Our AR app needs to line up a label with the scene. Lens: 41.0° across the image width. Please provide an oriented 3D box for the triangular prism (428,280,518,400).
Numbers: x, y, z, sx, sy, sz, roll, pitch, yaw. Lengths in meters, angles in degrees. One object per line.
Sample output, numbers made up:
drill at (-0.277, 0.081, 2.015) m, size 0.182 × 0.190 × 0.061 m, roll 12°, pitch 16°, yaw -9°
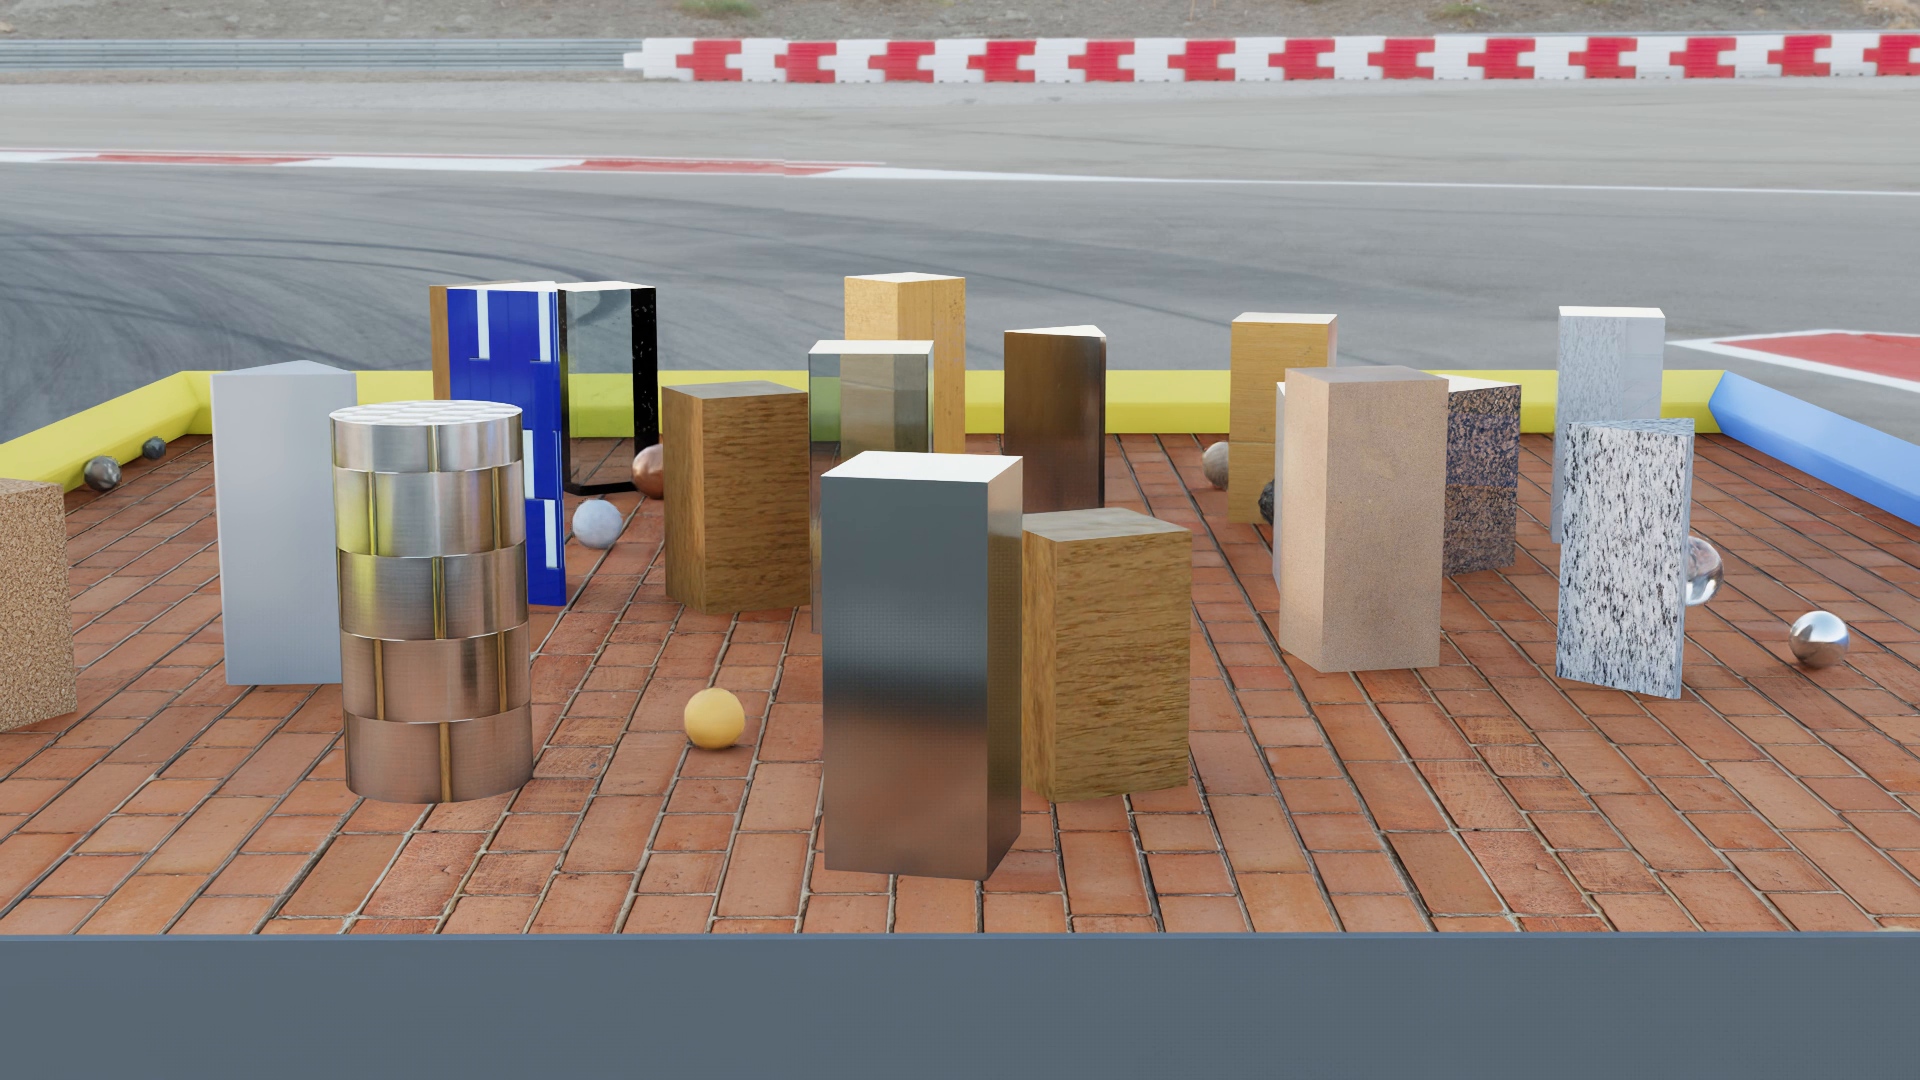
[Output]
triangular prism at (-0.745, -0.227, 4.156) m, size 0.165 × 0.376 × 0.142 m, roll 3°, pitch 11°, yaw 16°

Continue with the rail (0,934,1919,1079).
rail at (0.009, 0.333, 1.831) m, size 3.059 × 0.123 × 0.045 m, roll 0°, pitch 11°, yaw 0°

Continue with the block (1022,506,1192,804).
block at (0.132, 0.114, 2.628) m, size 0.152 × 0.265 × 0.152 m, roll -5°, pitch 12°, yaw -24°

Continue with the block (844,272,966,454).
block at (-0.098, -0.292, 4.569) m, size 0.152 × 0.351 × 0.152 m, roll -9°, pitch 14°, yaw -39°

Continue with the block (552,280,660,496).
block at (-0.624, -0.264, 4.430) m, size 0.152 × 0.348 × 0.152 m, roll -7°, pitch 13°, yaw -33°

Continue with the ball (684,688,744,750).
ball at (-0.264, 0.192, 2.754) m, size 0.066 × 0.066 × 0.066 m, roll 0°, pitch 11°, yaw 0°

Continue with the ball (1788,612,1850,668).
ball at (1.045, 0.121, 3.120) m, size 0.070 × 0.070 × 0.070 m, roll 0°, pitch 11°, yaw 0°

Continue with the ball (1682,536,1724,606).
ball at (0.985, 0.042, 3.476) m, size 0.095 × 0.095 × 0.095 m, roll 0°, pitch 11°, yaw 0°

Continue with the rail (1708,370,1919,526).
rail at (1.506, 0.030, 3.458) m, size 0.045 × 0.123 × 3.340 m, roll 0°, pitch 11°, yaw 0°

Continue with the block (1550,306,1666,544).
block at (0.997, -0.178, 3.961) m, size 0.152 × 0.350 × 0.152 m, roll 2°, pitch 11°, yaw 11°

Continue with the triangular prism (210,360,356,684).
triangular prism at (-0.793, -0.024, 3.084) m, size 0.165 × 0.369 × 0.142 m, roll -1°, pitch 11°, yaw -4°

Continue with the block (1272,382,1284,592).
block at (0.523, -0.074, 3.605) m, size 0.152 × 0.277 × 0.152 m, roll 1°, pitch 11°, yaw 3°

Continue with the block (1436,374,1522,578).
block at (0.707, -0.097, 3.754) m, size 0.152 × 0.267 × 0.152 m, roll -8°, pitch 13°, yaw -35°

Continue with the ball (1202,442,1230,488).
ball at (0.460, -0.131, 4.447) m, size 0.080 × 0.080 × 0.080 m, roll 0°, pitch 11°, yaw 0°

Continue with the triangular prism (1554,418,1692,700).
triangular prism at (0.824, 0.014, 3.051) m, size 0.142 × 0.307 × 0.165 m, roll -10°, pitch 15°, yaw -44°

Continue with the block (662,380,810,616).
block at (-0.305, -0.061, 3.494) m, size 0.152 × 0.291 × 0.152 m, roll -5°, pitch 12°, yaw -27°

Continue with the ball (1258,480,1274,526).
ball at (0.513, -0.058, 4.044) m, size 0.084 × 0.084 × 0.084 m, roll 0°, pitch 11°, yaw 0°

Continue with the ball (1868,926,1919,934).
ball at (0.698, 0.335, 1.905) m, size 0.095 × 0.095 × 0.095 m, roll 0°, pitch 11°, yaw 0°

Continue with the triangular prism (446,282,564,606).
triangular prism at (-0.592, -0.137, 3.536) m, size 0.165 × 0.426 × 0.142 m, roll 4°, pitch 11°, yaw 19°

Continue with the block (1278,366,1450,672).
block at (0.494, -0.029, 3.157) m, size 0.152 × 0.353 × 0.152 m, roll -2°, pitch 11°, yaw -12°

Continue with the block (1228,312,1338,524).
block at (0.521, -0.197, 4.140) m, size 0.152 × 0.323 × 0.152 m, roll 3°, pitch 11°, yaw 13°

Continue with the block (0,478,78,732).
block at (-1.107, 0.071, 2.866) m, size 0.152 × 0.261 × 0.152 m, roll 5°, pitch 12°, yaw 27°

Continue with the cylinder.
cylinder at (-0.536, 0.059, 2.611) m, size 0.190 × 0.380 × 0.190 m, roll 0°, pitch 11°, yaw 0°

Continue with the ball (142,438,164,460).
ball at (-1.494, -0.168, 4.752) m, size 0.041 × 0.041 × 0.041 m, roll 0°, pitch 11°, yaw 0°

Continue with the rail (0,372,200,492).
rail at (-1.506, 0.033, 3.441) m, size 0.045 × 0.123 × 3.340 m, roll 0°, pitch 11°, yaw 0°

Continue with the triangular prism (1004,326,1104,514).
triangular prism at (0.172, -0.161, 3.935) m, size 0.165 × 0.325 × 0.142 m, roll 5°, pitch 12°, yaw 26°

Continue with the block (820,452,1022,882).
block at (-0.033, 0.112, 2.368) m, size 0.152 × 0.364 × 0.152 m, roll 2°, pitch 11°, yaw 13°

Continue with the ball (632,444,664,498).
ball at (-0.507, -0.116, 4.331) m, size 0.093 × 0.093 × 0.093 m, roll 0°, pitch 11°, yaw 0°

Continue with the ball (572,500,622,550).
ball at (-0.550, -0.024, 3.884) m, size 0.076 × 0.076 × 0.076 m, roll 0°, pitch 11°, yaw 0°

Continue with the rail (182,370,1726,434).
rail at (-0.009, -0.270, 5.068) m, size 3.059 × 0.123 × 0.045 m, roll 0°, pitch 11°, yaw 0°

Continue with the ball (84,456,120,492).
ball at (-1.473, -0.113, 4.404) m, size 0.060 × 0.060 × 0.060 m, roll 0°, pitch 11°, yaw 0°

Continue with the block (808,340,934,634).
block at (-0.113, -0.071, 3.350) m, size 0.152 × 0.364 × 0.152 m, roll 0°, pitch 11°, yaw 2°
